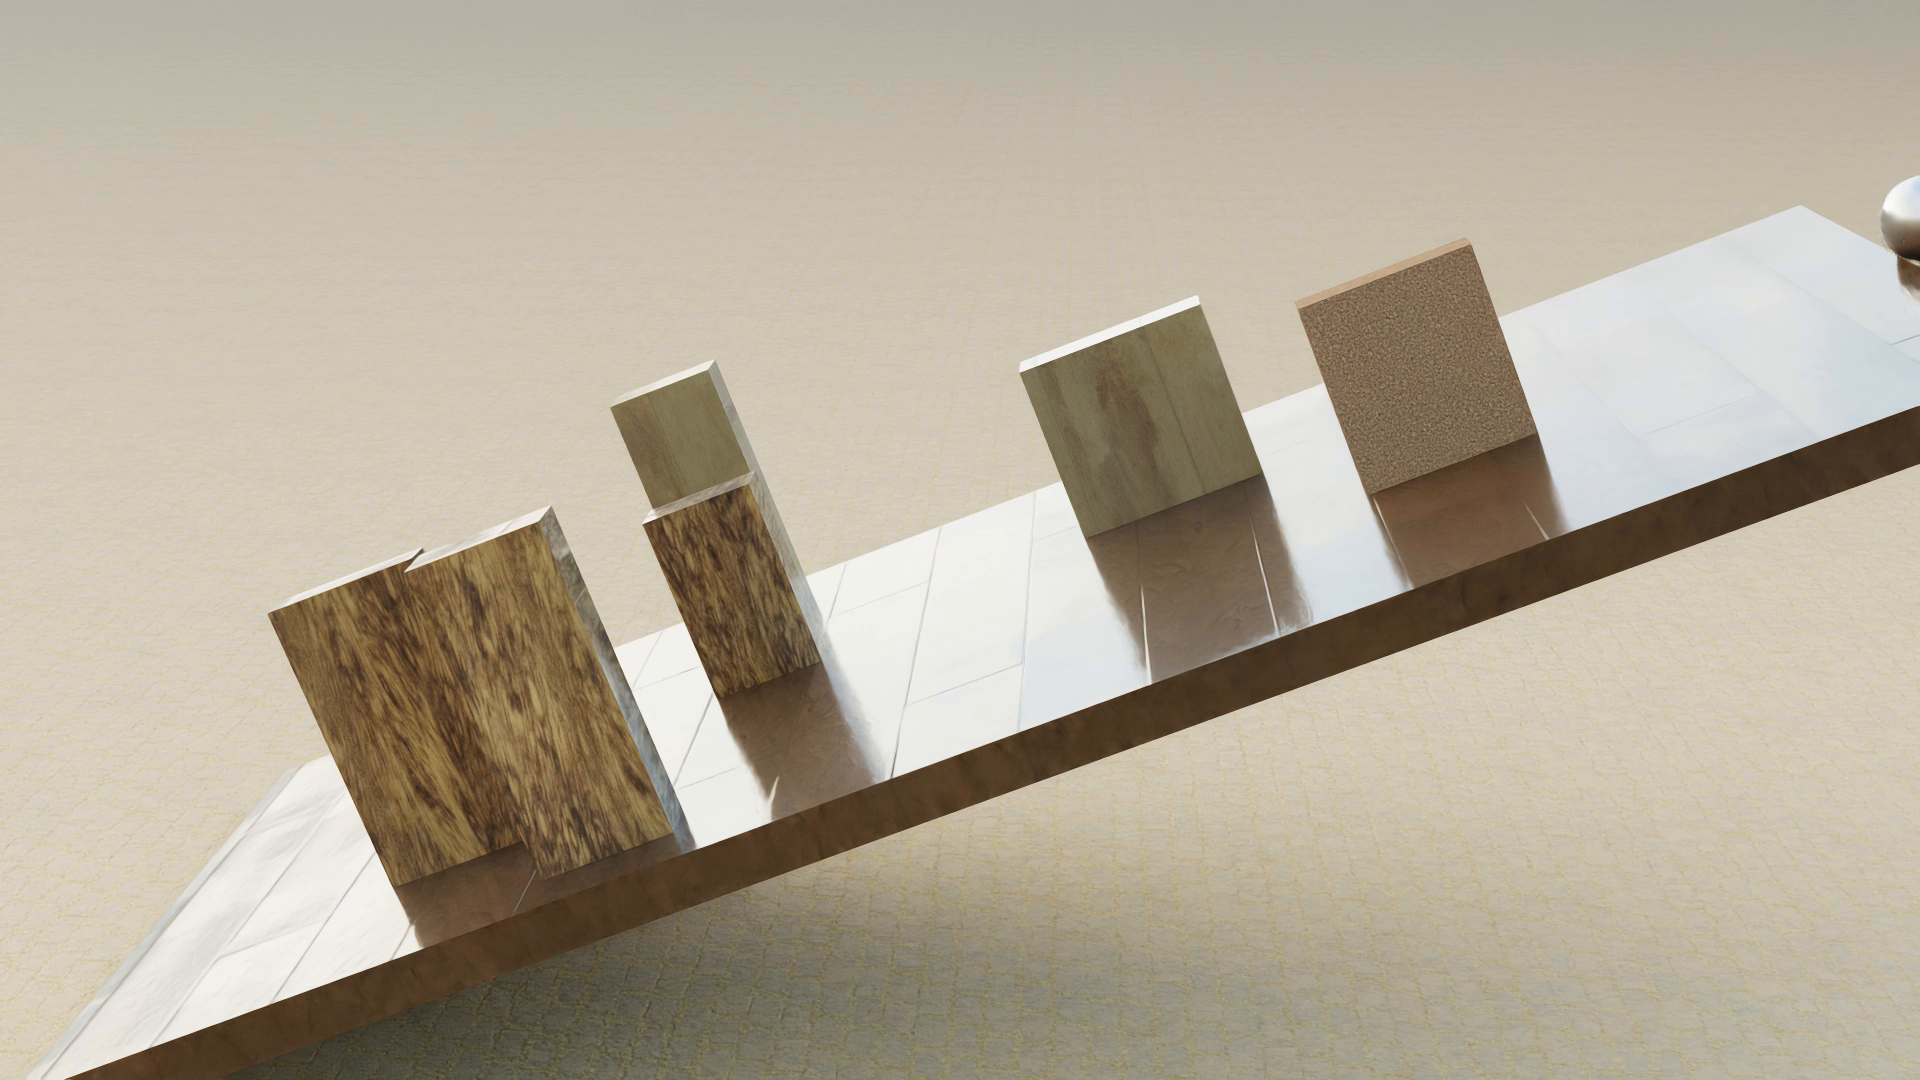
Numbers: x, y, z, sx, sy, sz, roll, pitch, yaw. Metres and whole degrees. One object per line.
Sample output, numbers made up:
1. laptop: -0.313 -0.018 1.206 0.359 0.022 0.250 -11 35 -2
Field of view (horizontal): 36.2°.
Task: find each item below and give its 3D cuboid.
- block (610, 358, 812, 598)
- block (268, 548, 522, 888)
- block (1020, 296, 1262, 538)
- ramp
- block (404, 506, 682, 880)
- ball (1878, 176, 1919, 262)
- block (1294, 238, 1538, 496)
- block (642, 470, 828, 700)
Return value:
1. block: -0.592 -0.094 7.021 0.250 0.611 0.142 -20 12 7
2. block: -1.113 0.360 5.922 0.317 0.616 0.094 -20 12 7
3. block: 0.403 -0.274 6.551 0.423 0.403 0.132 -20 12 7
4. ramp: 0.121 0.174 6.292 4.000 0.100 2.000 -20 12 7
5. block: -0.783 0.290 5.566 0.274 0.646 0.134 -20 12 7
6. ball: 2.015 -0.670 6.144 0.183 0.183 0.183 0 14 0
7. block: 0.922 -0.350 5.949 0.365 0.409 0.099 -20 12 7
8. block: -0.491 0.098 6.446 0.249 0.422 0.135 -20 12 7
